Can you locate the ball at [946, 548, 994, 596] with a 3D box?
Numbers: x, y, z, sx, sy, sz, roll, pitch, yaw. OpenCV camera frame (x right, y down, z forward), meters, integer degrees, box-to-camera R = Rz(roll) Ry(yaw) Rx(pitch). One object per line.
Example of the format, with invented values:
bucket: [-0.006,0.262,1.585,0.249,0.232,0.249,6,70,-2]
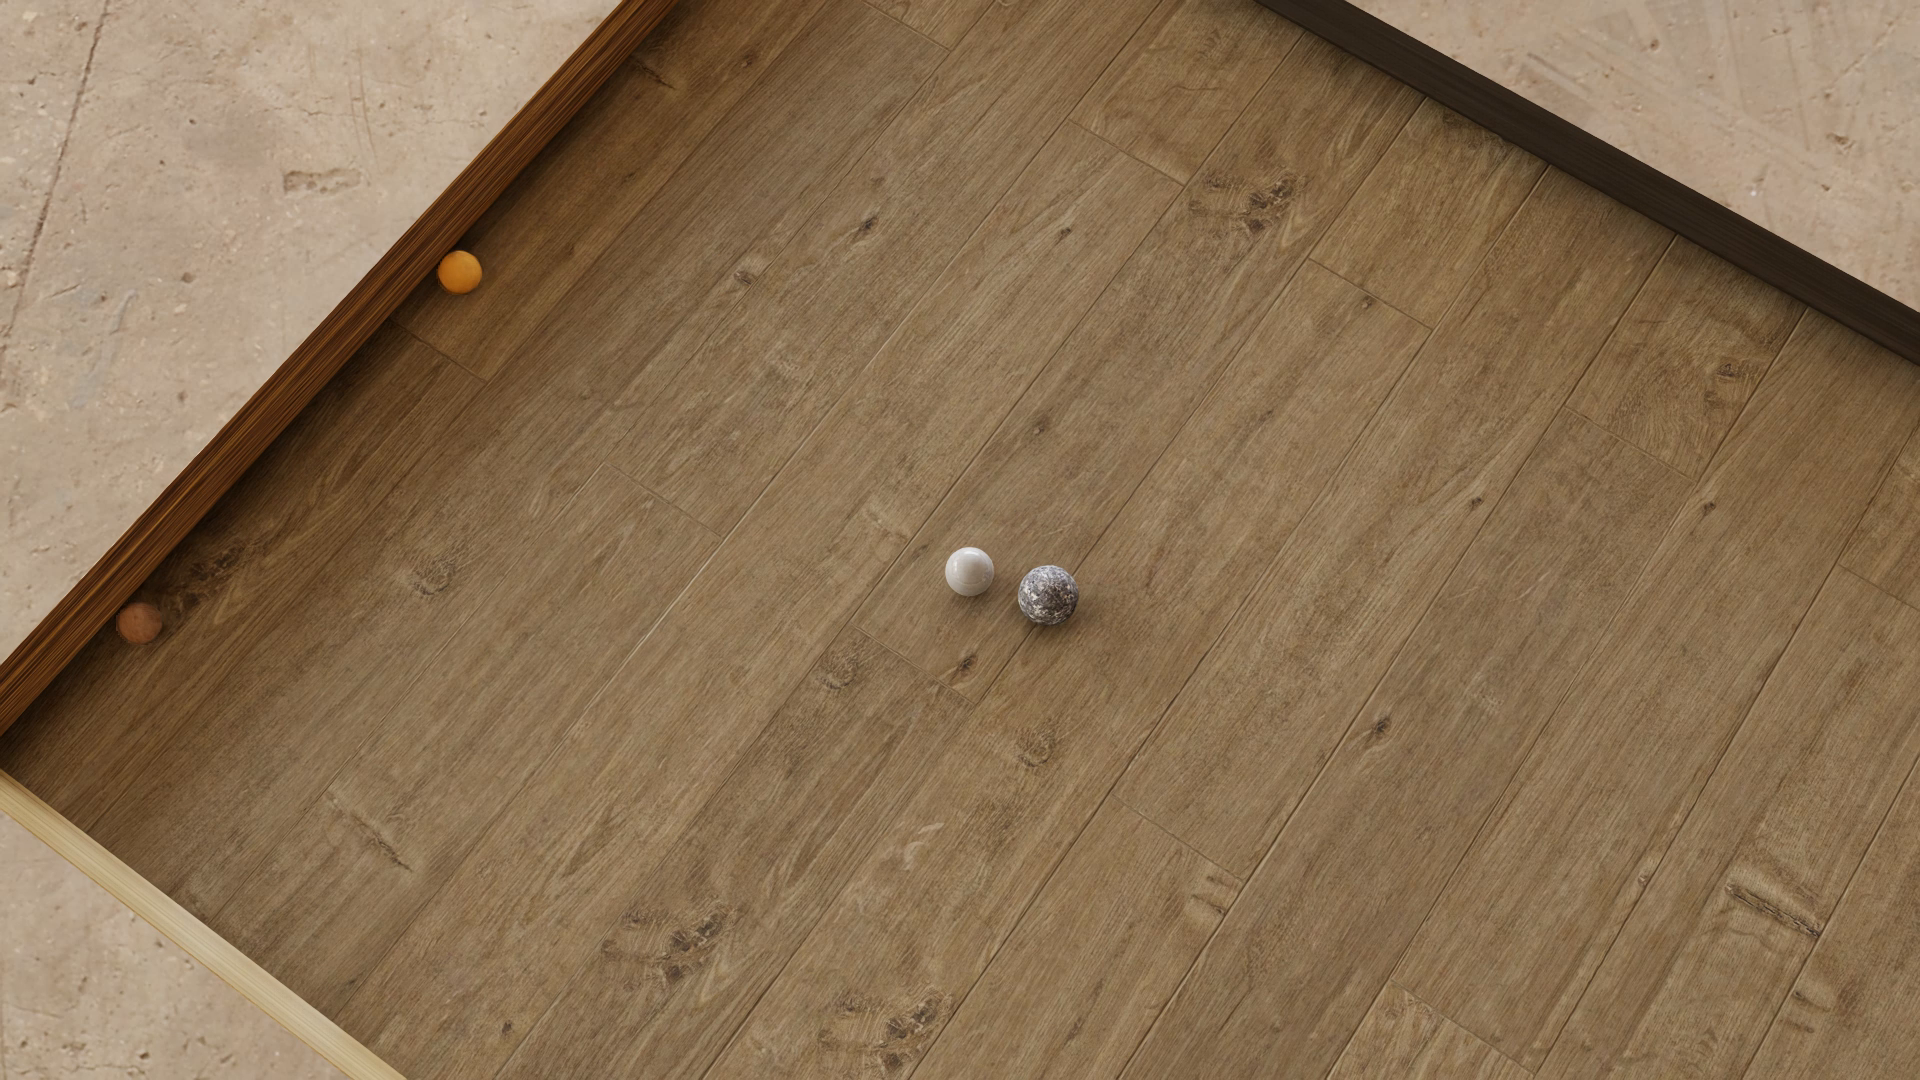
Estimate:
ball: [0.015,0.050,3.510,0.079,0.079,0.079,0,66,0]

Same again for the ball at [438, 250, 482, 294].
ball: [-0.850,-0.455,3.738,0.072,0.072,0.072,0,66,0]

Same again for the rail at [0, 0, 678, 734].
rail: [-0.848,-0.552,3.751,0.045,0.126,2.411,33,70,13]

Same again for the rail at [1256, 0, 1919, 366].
rail: [1.545,-0.340,3.657,4.234,0.126,0.045,33,70,13]

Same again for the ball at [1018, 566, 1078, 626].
ball: [0.140,0.088,3.484,0.097,0.097,0.097,0,66,0]

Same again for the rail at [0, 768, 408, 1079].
rail: [0.189,1.430,2.872,4.234,0.126,0.045,33,70,13]

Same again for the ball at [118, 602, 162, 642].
ball: [-1.298,0.130,3.482,0.066,0.066,0.066,0,66,0]
